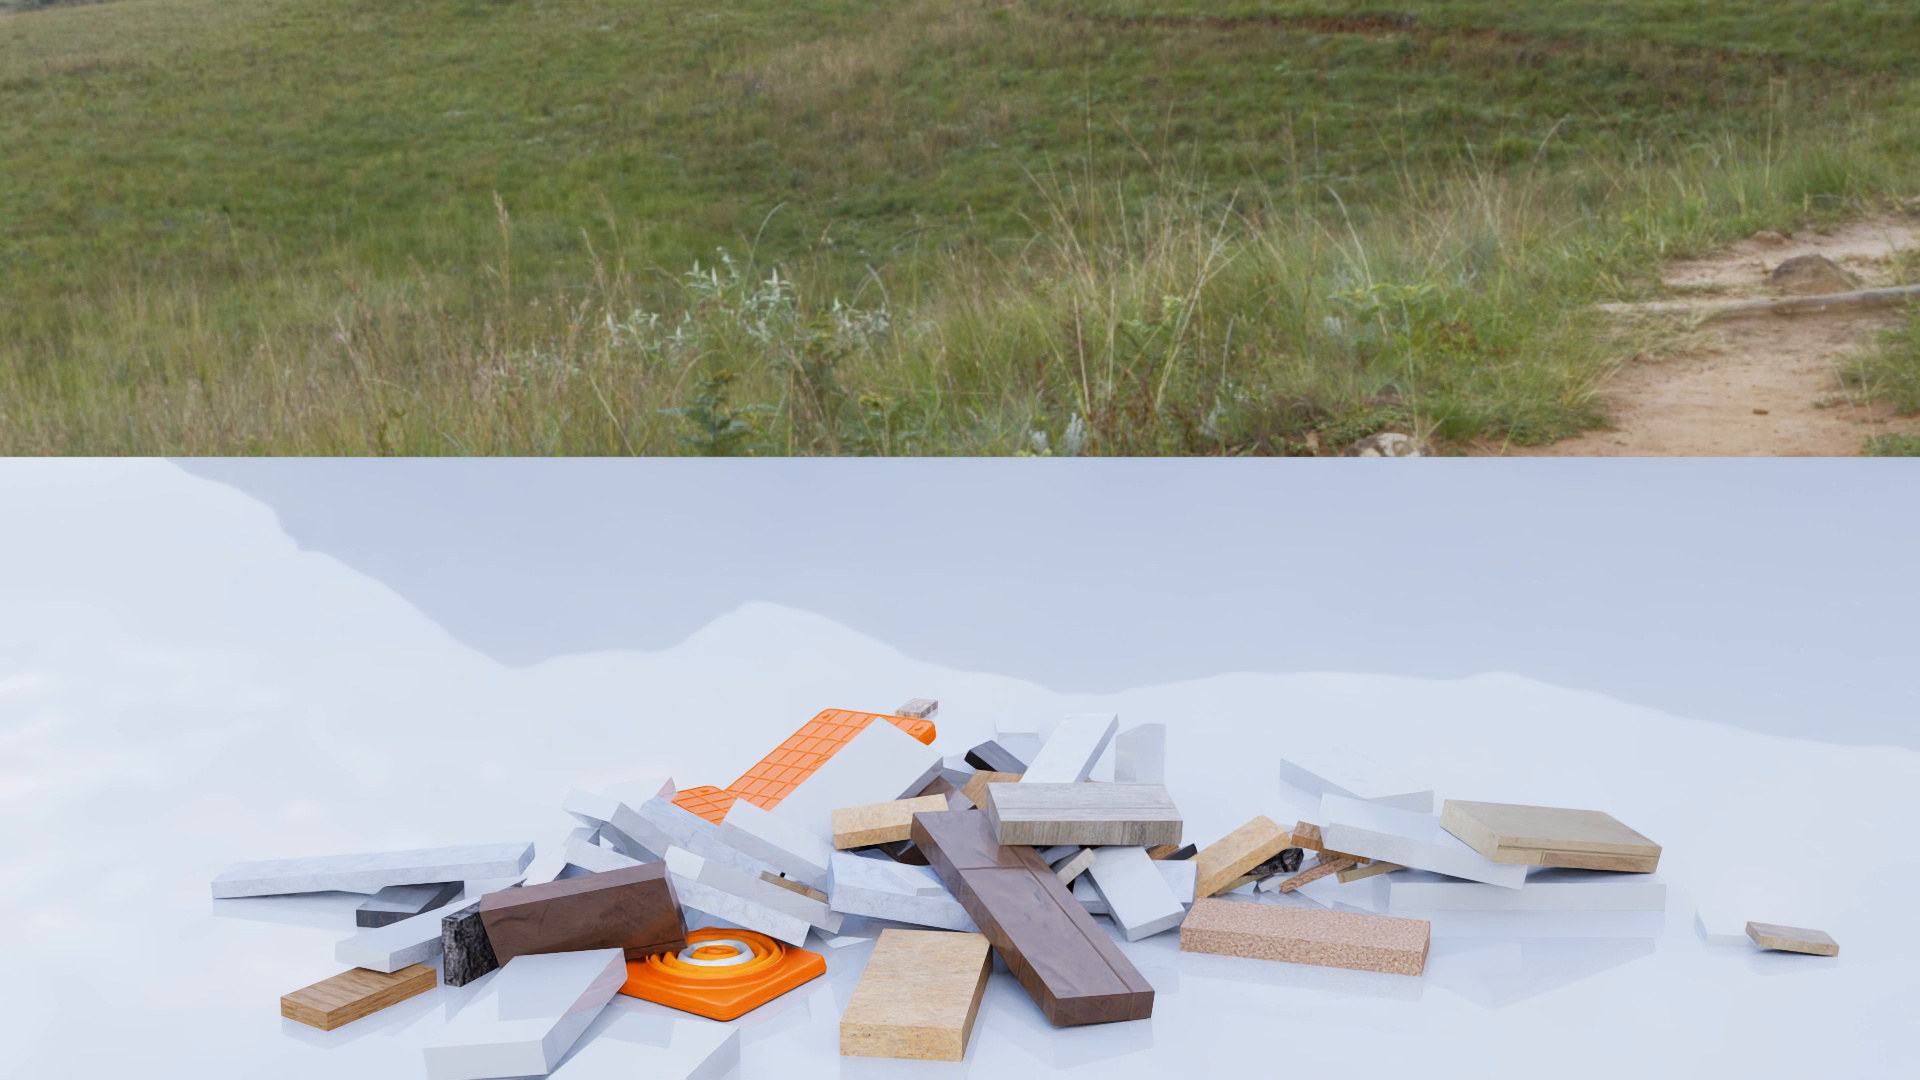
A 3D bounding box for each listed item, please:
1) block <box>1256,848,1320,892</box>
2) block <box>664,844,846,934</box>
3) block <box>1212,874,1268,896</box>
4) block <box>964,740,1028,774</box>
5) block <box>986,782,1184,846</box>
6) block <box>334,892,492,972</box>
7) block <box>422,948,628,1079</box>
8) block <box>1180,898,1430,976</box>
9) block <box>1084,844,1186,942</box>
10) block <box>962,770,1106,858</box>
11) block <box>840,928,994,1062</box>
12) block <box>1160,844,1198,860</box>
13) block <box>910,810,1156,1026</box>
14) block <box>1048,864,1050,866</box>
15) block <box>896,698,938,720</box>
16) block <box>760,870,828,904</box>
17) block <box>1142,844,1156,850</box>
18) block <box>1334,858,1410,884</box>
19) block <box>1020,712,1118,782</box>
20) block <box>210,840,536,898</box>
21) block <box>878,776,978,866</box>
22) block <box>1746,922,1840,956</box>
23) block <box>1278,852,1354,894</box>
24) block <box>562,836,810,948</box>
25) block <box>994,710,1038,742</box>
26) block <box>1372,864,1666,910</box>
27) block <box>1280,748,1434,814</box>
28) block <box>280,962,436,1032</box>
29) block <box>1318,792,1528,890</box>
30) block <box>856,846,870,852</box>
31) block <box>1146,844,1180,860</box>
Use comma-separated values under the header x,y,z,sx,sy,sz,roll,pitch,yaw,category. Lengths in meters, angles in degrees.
x,y,z,sx,sy,sz,roll,pitch,yaw,category
0.547,0.552,3.688,0.109,0.015,0.054,-27,9,3,block
-0.323,0.546,3.437,0.264,0.037,0.132,27,-11,-30,block
0.463,0.563,3.689,0.109,0.015,0.054,-20,16,-15,block
0.099,0.441,4.100,0.173,0.024,0.086,36,24,20,block
0.203,0.451,3.632,0.301,0.043,0.150,1,18,-9,block
-0.805,0.605,3.409,0.103,0.029,0.360,5,6,25,block
-0.603,0.662,3.086,0.169,0.048,0.338,-6,9,11,block
0.538,0.616,3.422,0.369,0.039,0.139,3,11,17,block
0.275,0.558,3.529,0.099,0.028,0.198,-17,34,-12,block
0.136,0.482,3.864,0.318,0.045,0.159,2,32,31,block
-0.057,0.655,3.189,0.169,0.048,0.364,1,11,7,block
0.345,0.552,3.741,0.067,0.019,0.133,-28,-7,34,block
0.098,0.567,3.391,0.154,0.044,0.614,0,18,-22,block
0.108,0.568,3.751,0.046,0.013,0.093,8,13,37,block
-0.094,0.369,4.812,0.058,0.016,0.115,4,11,19,block
-0.263,0.548,3.477,0.100,0.014,0.050,26,-11,-26,block
0.234,0.520,3.937,0.278,0.039,0.139,2,11,11,block
0.689,0.538,3.664,0.131,0.018,0.065,-15,10,5,block
0.181,0.405,3.913,0.099,0.028,0.471,-3,16,18,block
-0.977,0.550,3.670,0.520,0.029,0.101,-5,10,4,block
-0.100,0.478,3.951,0.159,0.045,0.416,-33,19,-12,block
1.292,0.619,3.416,0.123,0.017,0.062,8,12,-1,block
0.597,0.547,3.683,0.130,0.018,0.065,-25,9,15,block
-0.418,0.537,3.356,0.381,0.037,0.132,21,-11,-5,block
0.118,0.395,4.649,0.086,0.024,0.173,0,11,-2,block
0.927,0.567,3.666,0.448,0.046,0.162,0,11,0,block
0.757,0.467,4.215,0.150,0.043,0.301,-4,11,-22,block
-0.877,0.660,3.213,0.101,0.029,0.203,7,13,34,block
0.760,0.496,3.632,0.324,0.046,0.162,12,11,3,block
-0.150,0.559,3.800,0.046,0.013,0.261,-6,12,-30,block
0.316,0.547,3.768,0.067,0.019,0.133,-27,-7,34,block
